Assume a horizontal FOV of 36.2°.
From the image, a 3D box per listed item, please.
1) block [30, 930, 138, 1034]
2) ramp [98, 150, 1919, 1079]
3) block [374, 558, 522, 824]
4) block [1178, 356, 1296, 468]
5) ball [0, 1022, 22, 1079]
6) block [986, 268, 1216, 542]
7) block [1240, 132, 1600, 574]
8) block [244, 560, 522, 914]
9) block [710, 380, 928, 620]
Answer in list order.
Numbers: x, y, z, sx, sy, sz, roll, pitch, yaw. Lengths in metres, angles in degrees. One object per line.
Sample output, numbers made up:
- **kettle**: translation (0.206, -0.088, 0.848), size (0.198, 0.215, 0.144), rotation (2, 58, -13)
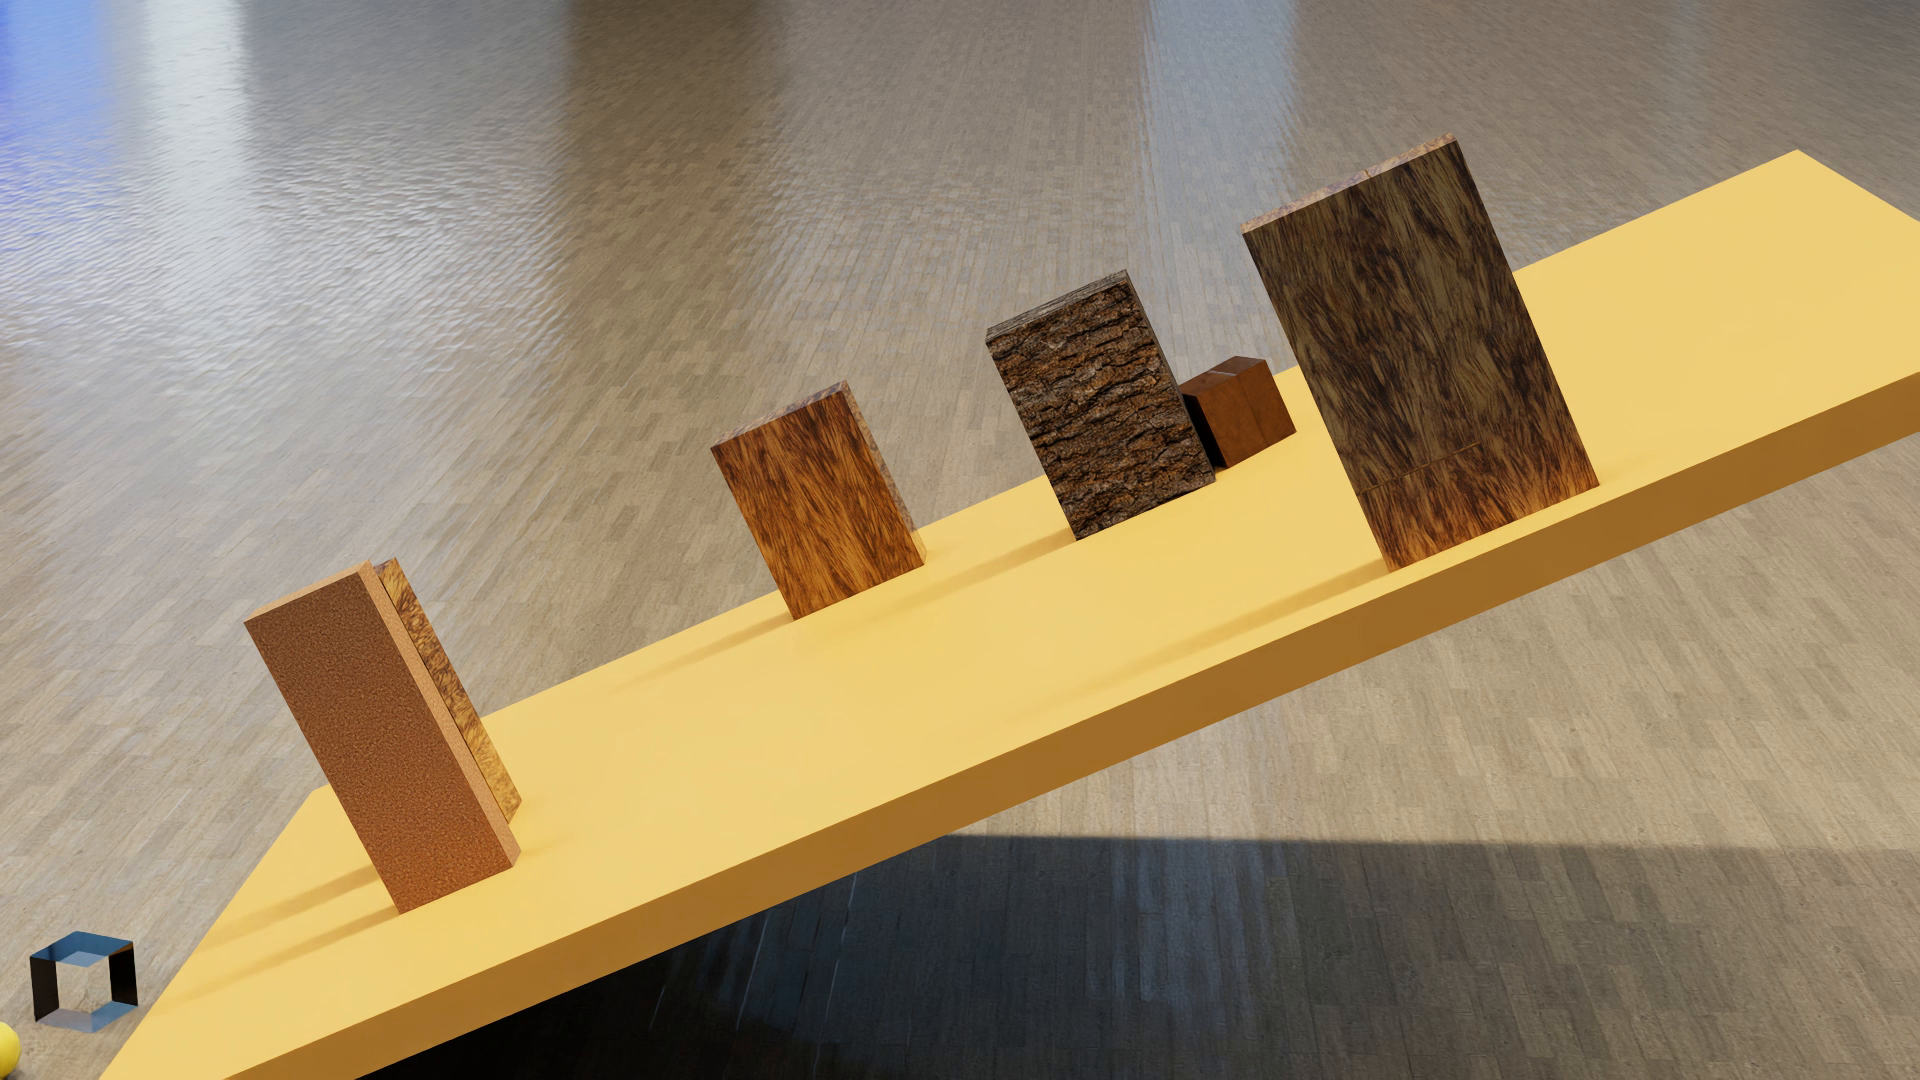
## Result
- **block**: translation (-1.911, 0.964, 6.419), size (0.154, 0.154, 0.154), rotation (6, 17, 22)
- **ramp**: translation (0.134, 0.169, 6.283), size (4.000, 0.100, 2.000), rotation (-23, 13, 9)
- **block**: translation (-1.242, 0.387, 6.394), size (0.314, 0.611, 0.148), rotation (-23, 13, 9)
- **block**: translation (0.608, -0.287, 6.577), size (0.180, 0.180, 0.180), rotation (-28, 13, -12)
- **ball**: translation (-2.018, 1.062, 6.111), size (0.128, 0.128, 0.128), rotation (0, 15, 0)
- **block**: translation (0.311, -0.298, 6.478), size (0.334, 0.490, 0.149), rotation (-23, 13, 9)
- **block**: translation (0.818, -0.329, 5.238), size (0.403, 0.674, 0.103), rotation (-23, 13, 9)
- **block**: translation (-1.178, 0.406, 6.021), size (0.263, 0.690, 0.093), rotation (-23, 13, 9)
- **block**: translation (-0.330, -0.093, 6.935), size (0.339, 0.459, 0.121), rotation (-23, 13, 9)
